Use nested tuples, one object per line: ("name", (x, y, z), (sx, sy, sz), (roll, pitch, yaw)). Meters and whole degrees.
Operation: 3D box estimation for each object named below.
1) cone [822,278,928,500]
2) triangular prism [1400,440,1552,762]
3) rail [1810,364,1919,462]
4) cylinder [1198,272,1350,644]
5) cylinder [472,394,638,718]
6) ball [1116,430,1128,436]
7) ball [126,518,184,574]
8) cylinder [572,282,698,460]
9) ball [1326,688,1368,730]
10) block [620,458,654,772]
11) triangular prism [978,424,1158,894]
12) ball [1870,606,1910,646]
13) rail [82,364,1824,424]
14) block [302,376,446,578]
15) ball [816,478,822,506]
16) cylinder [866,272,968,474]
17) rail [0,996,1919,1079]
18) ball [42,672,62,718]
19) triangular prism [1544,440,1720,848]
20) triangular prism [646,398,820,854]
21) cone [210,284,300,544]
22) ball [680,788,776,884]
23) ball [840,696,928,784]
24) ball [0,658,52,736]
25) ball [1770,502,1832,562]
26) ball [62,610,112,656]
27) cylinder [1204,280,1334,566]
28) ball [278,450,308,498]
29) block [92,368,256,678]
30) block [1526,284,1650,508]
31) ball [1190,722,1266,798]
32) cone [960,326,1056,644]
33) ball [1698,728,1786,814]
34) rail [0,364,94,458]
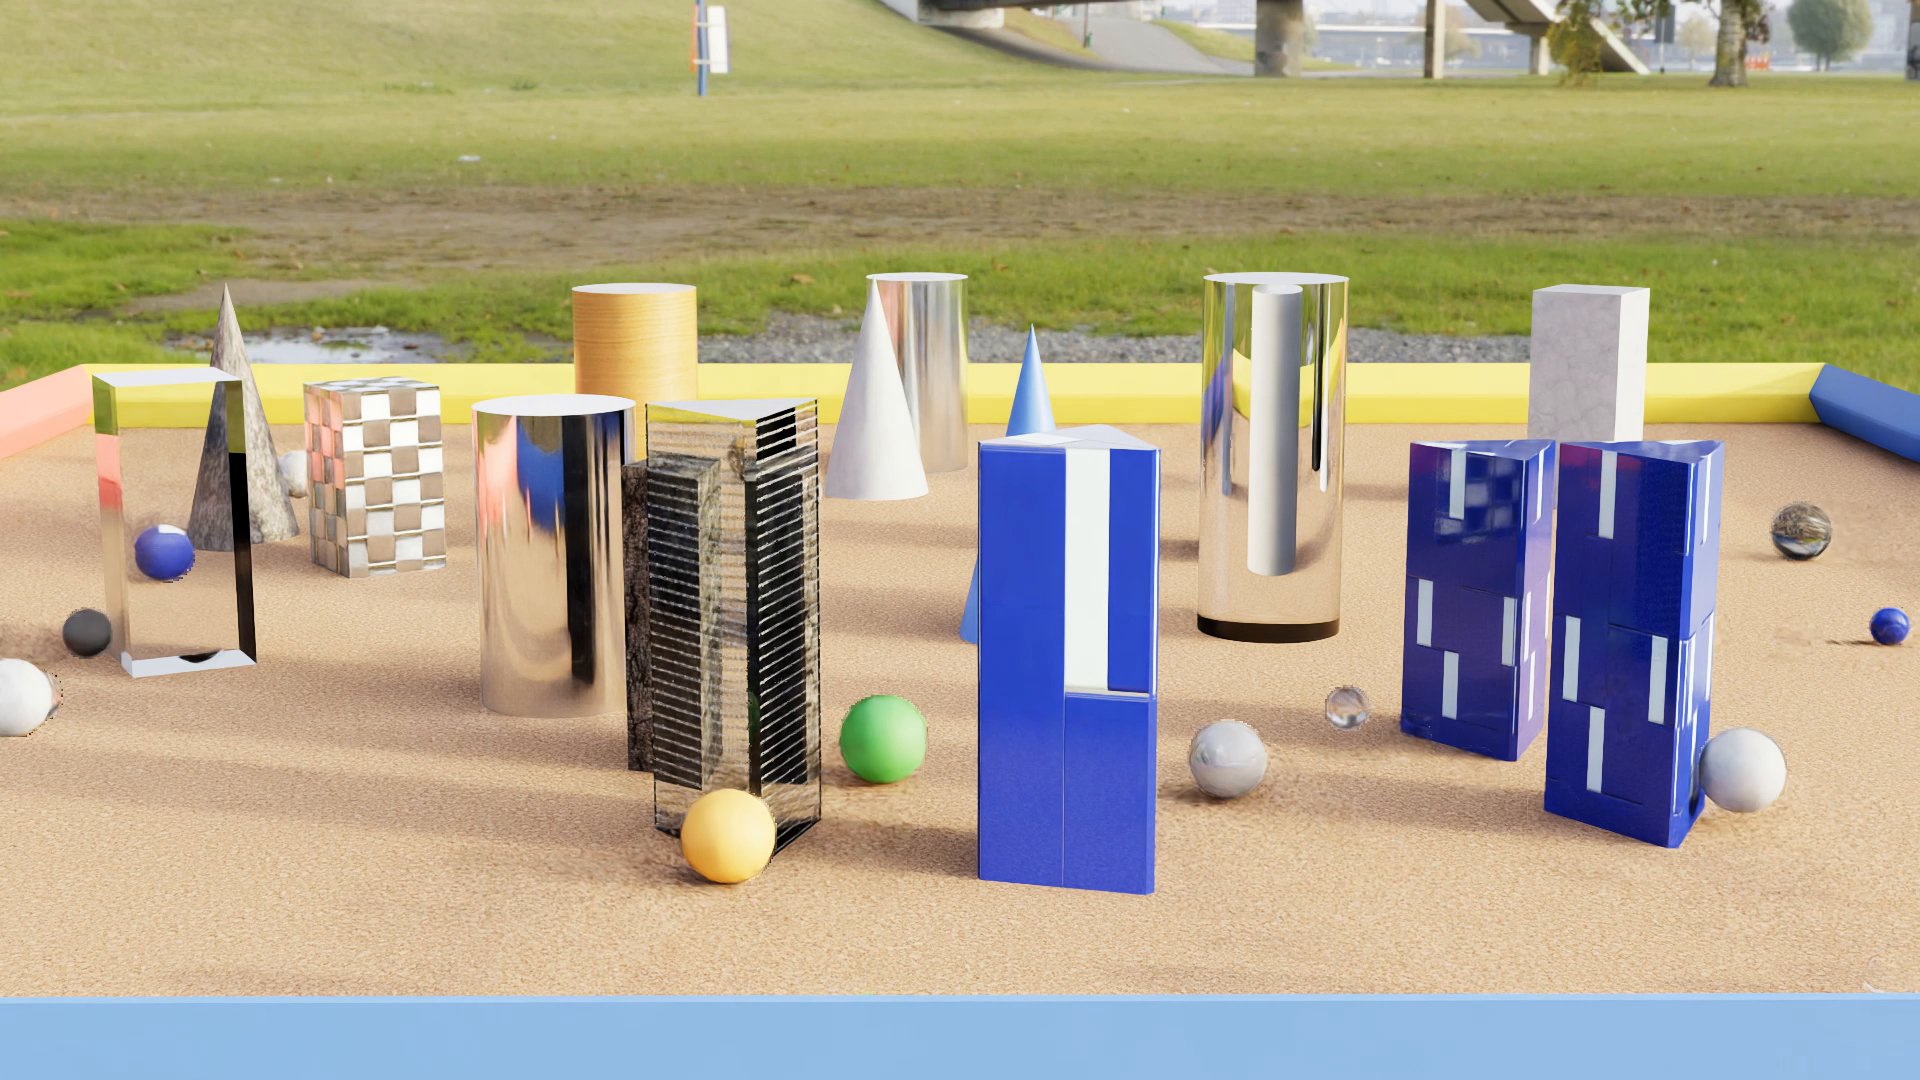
("cone", (-0.145, -0.266, 4.354), (0.184, 0.371, 0.184), (0, 11, 0))
("triangular prism", (0.588, 0.056, 2.771), (0.138, 0.321, 0.159), (-8, 13, -36))
("rail", (1.743, 0.029, 3.460), (0.045, 0.119, 3.571), (0, 11, 0))
("cylinder", (0.400, -0.109, 3.292), (0.184, 0.454, 0.184), (0, 11, 0))
("cylinder", (-0.459, 0.015, 2.933), (0.184, 0.342, 0.184), (0, 11, 0))
("ball", (0.264, -0.147, 4.481), (0.092, 0.092, 0.092), (0, 11, 0))
("ball", (-1.155, 0.009, 3.680), (0.080, 0.080, 0.080), (0, 11, 0))
("cylinder", (-0.484, -0.182, 3.852), (0.184, 0.392, 0.184), (0, 11, 0))
("ball", (0.426, 0.186, 2.827), (0.046, 0.046, 0.046), (0, 11, 0))
("block", (-0.249, 0.074, 2.679), (0.147, 0.320, 0.147), (4, 11, 21))
("triangular prism", (0.111, 0.102, 2.320), (0.159, 0.397, 0.138), (3, 11, 16))
("ball", (1.172, 0.108, 3.233), (0.049, 0.049, 0.049), (0, 11, 0))
("rail", (-0.010, -0.293, 5.181), (3.533, 0.119, 0.045), (0, 11, 0))
("block", (-0.850, -0.094, 3.724), (0.147, 0.265, 0.147), (-7, 13, -35))
("ball", (-0.256, -0.079, 4.193), (0.063, 0.063, 0.063), (0, 11, 0))
("cylinder", (-0.077, -0.304, 4.634), (0.184, 0.343, 0.184), (0, 11, 0))
("rail", (0.010, 0.355, 1.718), (3.533, 0.119, 0.045), (0, 11, 0))
("ball", (-1.033, 0.174, 2.866), (0.055, 0.055, 0.055), (0, 11, 0))
("triangular prism", (0.678, 0.091, 2.469), (0.138, 0.365, 0.159), (-7, 13, -35))
("triangular prism", (-0.188, 0.077, 2.416), (0.138, 0.412, 0.159), (-9, 14, -41))
("cone", (-1.121, -0.202, 3.951), (0.184, 0.394, 0.184), (0, 11, 0))
("ball", (-0.208, 0.265, 2.298), (0.084, 0.084, 0.084), (0, 11, 0))
("ball", (-0.078, 0.204, 2.613), (0.089, 0.089, 0.089), (0, 11, 0))
("ball", (-1.035, 0.172, 2.796), (0.085, 0.085, 0.085), (0, 11, 0))
("ball", (1.237, -0.012, 3.774), (0.086, 0.086, 0.086), (0, 11, 0))
("ball", (-1.071, 0.114, 3.148), (0.058, 0.058, 0.058), (0, 11, 0))
("cylinder", (0.455, -0.176, 3.788), (0.184, 0.403, 0.184), (0, 11, 0))
("ball", (-1.114, -0.111, 4.317), (0.080, 0.080, 0.080), (0, 11, 0))
("block", (-0.959, -0.025, 3.131), (0.147, 0.349, 0.147), (-6, 12, -28))
("block", (1.038, -0.237, 4.246), (0.147, 0.355, 0.147), (7, 12, 32))
("ball", (0.267, 0.220, 2.561), (0.077, 0.077, 0.077), (0, 11, 0))
("cone", (0.091, -0.077, 3.263), (0.184, 0.402, 0.184), (0, 11, 0))
("ball", (0.750, 0.222, 2.460), (0.081, 0.081, 0.081), (0, 11, 0))
("rail", (-1.743, 0.033, 3.440), (0.045, 0.119, 3.571), (0, 11, 0))
